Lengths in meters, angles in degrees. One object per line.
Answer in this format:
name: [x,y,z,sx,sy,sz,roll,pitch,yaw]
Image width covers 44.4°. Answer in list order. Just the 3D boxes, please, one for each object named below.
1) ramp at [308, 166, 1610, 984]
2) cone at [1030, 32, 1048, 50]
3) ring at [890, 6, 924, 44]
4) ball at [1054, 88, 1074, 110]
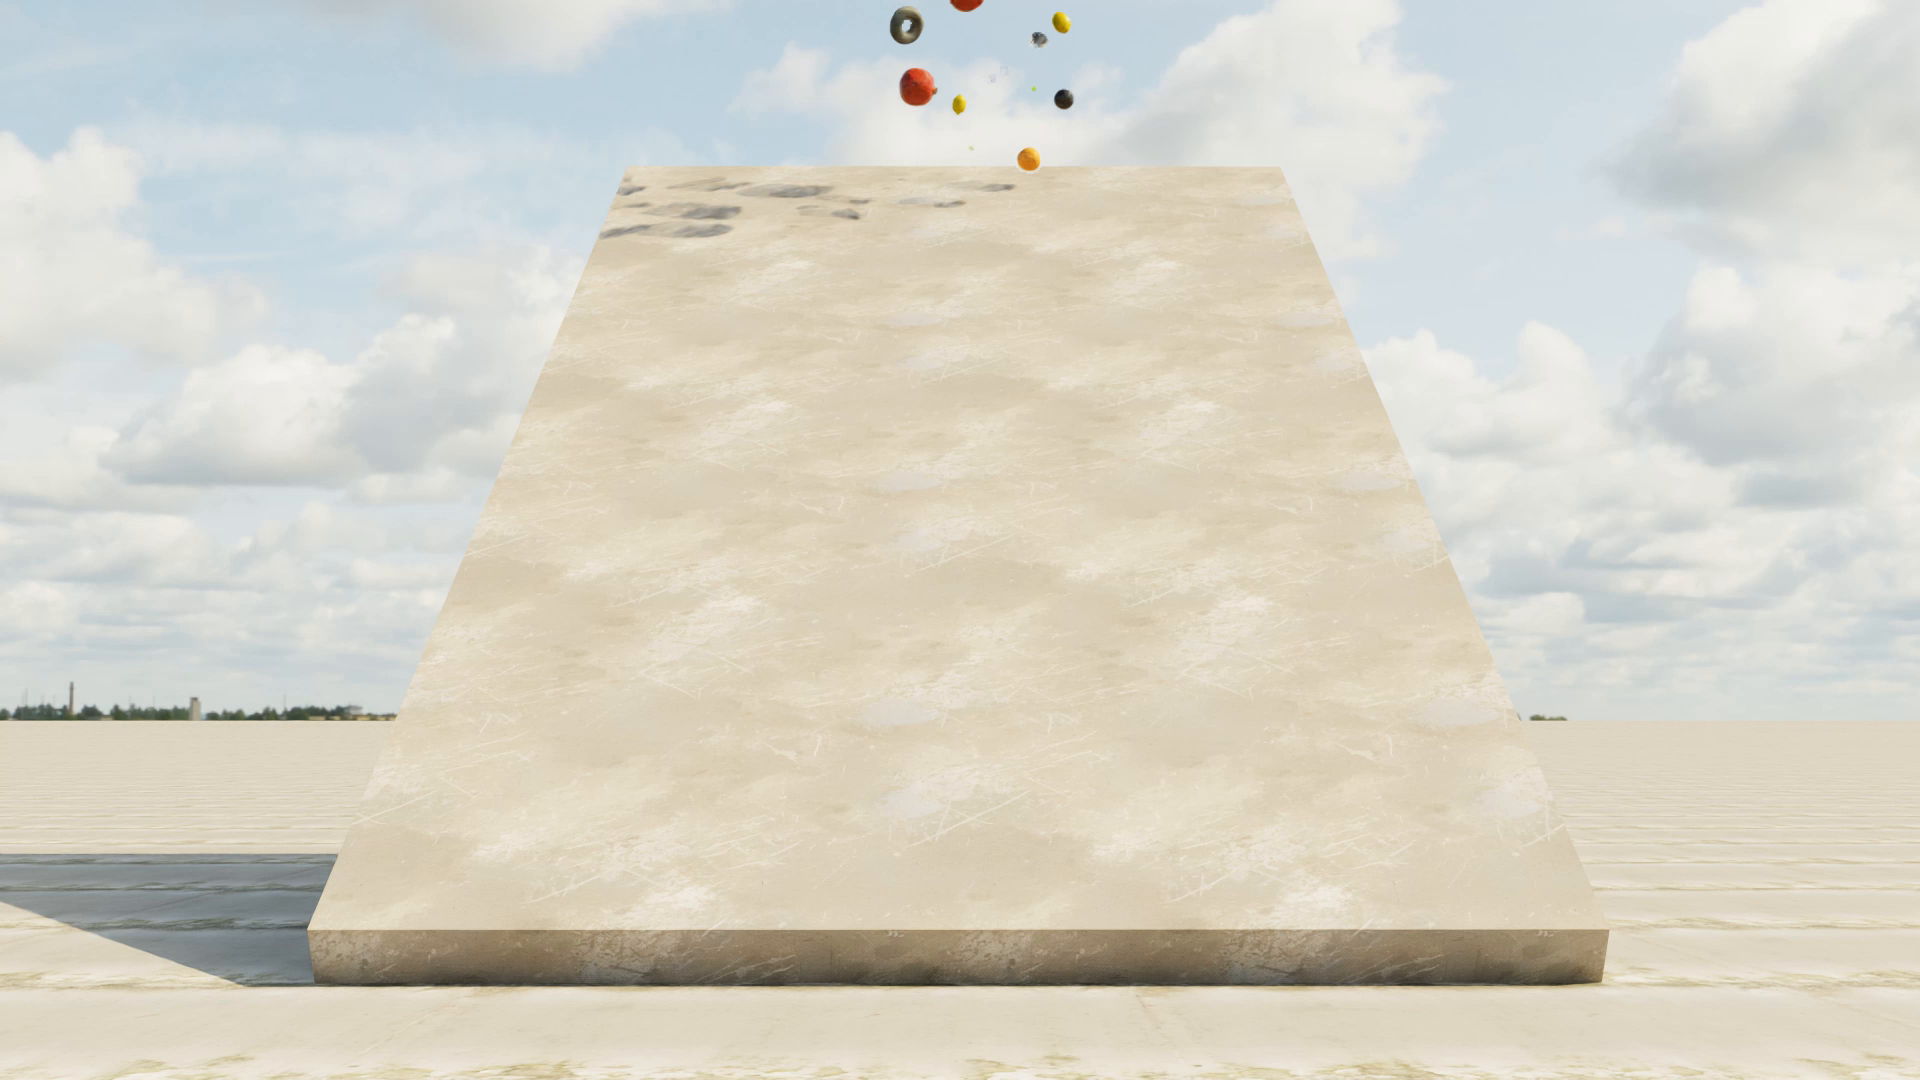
ramp: [-0.010,-0.229,5.435,2.000,0.100,4.000,0,26,0]
cone: [0.225,-1.457,6.927,0.055,0.055,0.055,-2,37,20]
ring: [-0.161,-1.545,7.065,0.115,0.115,0.038,3,22,-38]
ball: [0.305,-1.292,6.898,0.060,0.060,0.060,0,-4,0]
